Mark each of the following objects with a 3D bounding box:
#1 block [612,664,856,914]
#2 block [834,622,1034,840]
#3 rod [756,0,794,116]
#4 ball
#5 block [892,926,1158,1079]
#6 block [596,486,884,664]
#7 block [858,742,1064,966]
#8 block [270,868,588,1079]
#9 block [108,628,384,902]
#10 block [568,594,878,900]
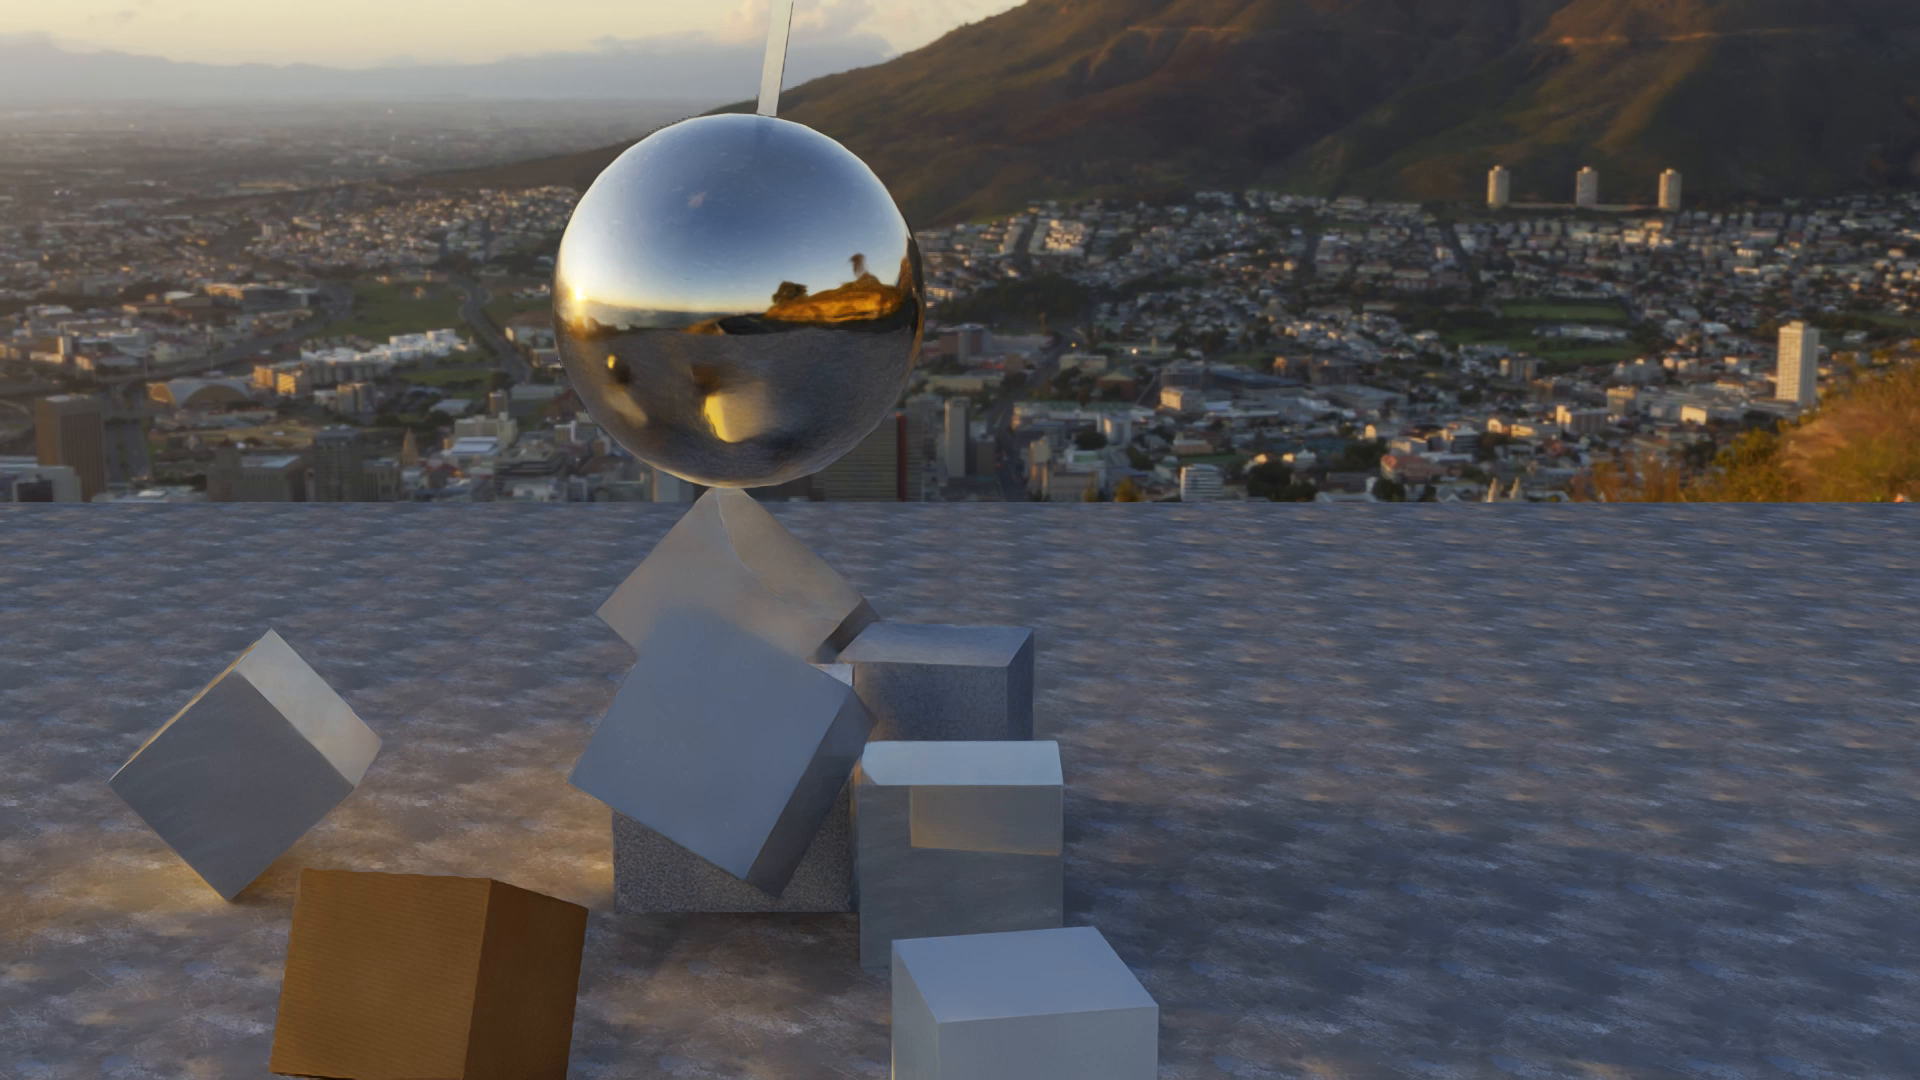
[{"bbox_3d":[-0.973,1.071,11.273,0.999,0.859,0.956,0,10,-1],"label":"block"},{"bbox_3d":[-0.111,0.908,12.193,0.804,0.852,0.843,2,10,10],"label":"block"},{"bbox_3d":[-0.408,-4.323,10.394,0.080,5.200,0.080,9,10,-2],"label":"rod"},{"bbox_3d":[-0.942,-1.020,10.995,1.600,1.600,1.600,0,10,0],"label":"ball"},{"bbox_3d":[0.193,1.712,8.269,0.694,0.673,0.771,-2,11,-12],"label":"block"},{"bbox_3d":[-1.089,0.402,13.007,0.957,0.939,0.861,41,-4,12],"label":"block"},{"bbox_3d":[0.005,1.271,10.484,0.806,0.748,0.677,0,10,0],"label":"block"},{"bbox_3d":[-1.775,1.509,8.653,0.722,0.667,0.678,0,-16,20],"label":"block"},{"bbox_3d":[-3.124,0.977,11.295,0.749,0.721,0.781,-42,10,4],"label":"block"},{"bbox_3d":[-0.912,0.827,10.124,0.787,0.831,0.768,27,-9,12],"label":"block"}]
